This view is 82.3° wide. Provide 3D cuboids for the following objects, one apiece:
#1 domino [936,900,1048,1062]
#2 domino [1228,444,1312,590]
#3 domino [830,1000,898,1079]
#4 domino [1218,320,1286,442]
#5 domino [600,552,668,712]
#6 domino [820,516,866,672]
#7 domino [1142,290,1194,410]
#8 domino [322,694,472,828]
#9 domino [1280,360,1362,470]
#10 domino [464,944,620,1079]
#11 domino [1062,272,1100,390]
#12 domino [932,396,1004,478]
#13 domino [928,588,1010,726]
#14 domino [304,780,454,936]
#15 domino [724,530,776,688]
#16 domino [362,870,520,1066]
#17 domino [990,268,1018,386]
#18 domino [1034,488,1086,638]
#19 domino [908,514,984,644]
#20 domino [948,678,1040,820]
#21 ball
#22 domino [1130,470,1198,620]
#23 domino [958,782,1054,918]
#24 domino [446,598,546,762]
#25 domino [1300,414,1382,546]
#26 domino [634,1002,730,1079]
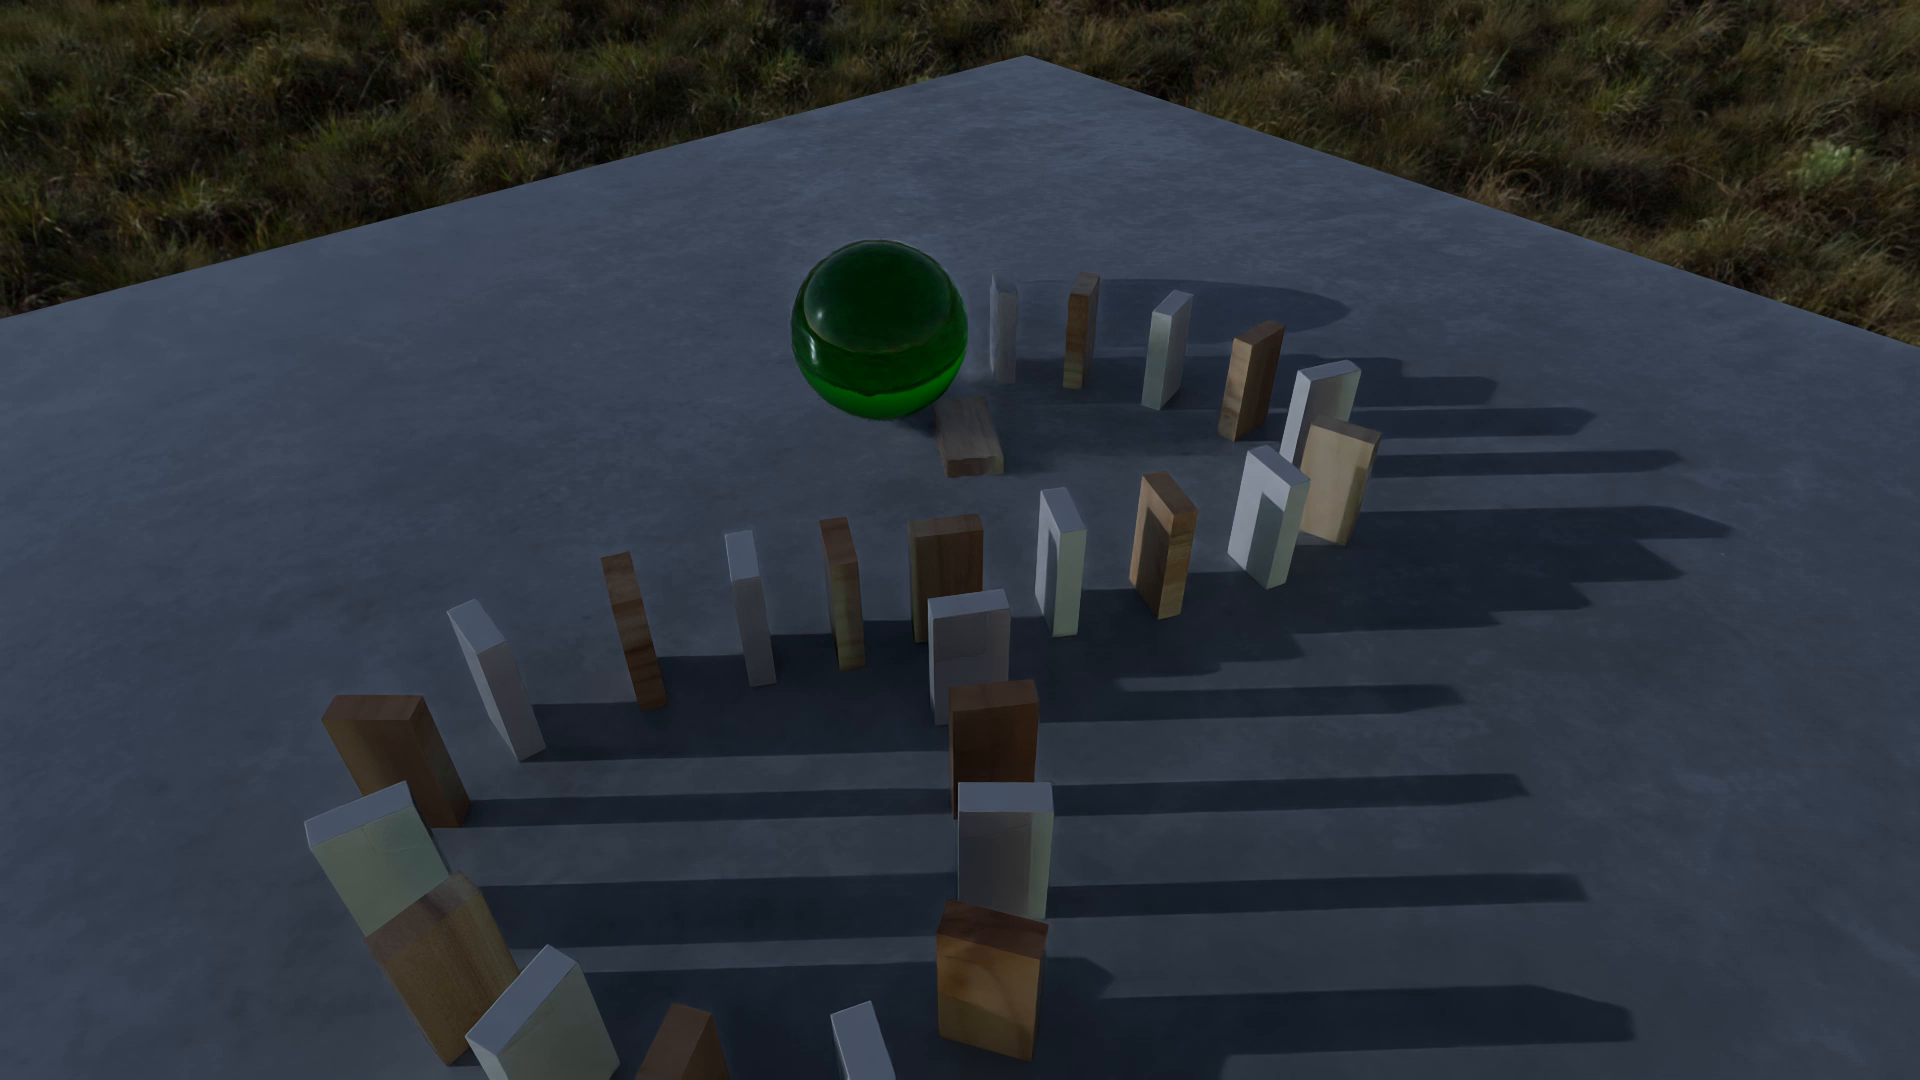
[{"bbox_3d":[0.008,0.111,0.276,0.025,0.050,0.009,10,40,12],"label":"domino"},{"bbox_3d":[0.118,-0.008,0.422,0.009,0.050,0.025,-17,42,-20],"label":"domino"},{"bbox_3d":[-0.020,0.131,0.252,0.010,0.050,0.025,-13,41,-16],"label":"domino"},{"bbox_3d":[0.132,-0.072,0.500,0.025,0.050,0.009,-31,48,-32],"label":"domino"},{"bbox_3d":[-0.110,0.032,0.373,0.009,0.050,0.025,-14,41,-17],"label":"domino"},{"bbox_3d":[-0.041,0.019,0.388,0.010,0.050,0.025,-9,40,-10],"label":"domino"},{"bbox_3d":[0.098,-0.090,0.521,0.009,0.050,0.025,22,44,24],"label":"domino"},{"bbox_3d":[-0.168,0.067,0.330,0.025,0.050,0.009,0,39,0],"label":"domino"},{"bbox_3d":[0.154,-0.052,0.474,0.025,0.050,0.009,-14,41,-16],"label":"domino"},{"bbox_3d":[-0.098,0.122,0.262,0.009,0.050,0.025,19,43,21],"label":"domino"},{"bbox_3d":[0.059,-0.101,0.535,0.009,0.050,0.025,11,41,13],"label":"domino"},{"bbox_3d":[0.003,-0.048,0.502,0.025,0.010,0.050,-5,40,-7],"label":"domino"},{"bbox_3d":[0.003,0.039,0.363,0.025,0.050,0.009,-7,40,-9],"label":"domino"},{"bbox_3d":[-0.156,0.090,0.301,0.025,0.050,0.009,-22,44,-24],"label":"domino"},{"bbox_3d":[-0.072,0.024,0.382,0.010,0.050,0.025,-9,40,-11],"label":"domino"},{"bbox_3d":[-0.128,0.109,0.278,0.009,0.050,0.025,28,47,30],"label":"domino"},{"bbox_3d":[0.021,-0.104,0.539,0.010,0.050,0.025,-4,39,-5],"label":"domino"},{"bbox_3d":[0.036,0.009,0.401,0.010,0.050,0.025,-8,40,-9],"label":"domino"},{"bbox_3d":[-0.005,0.014,0.394,0.025,0.050,0.009,-6,40,-8],"label":"domino"},{"bbox_3d":[0.010,0.064,0.333,0.025,0.050,0.010,-5,40,-6],"label":"domino"},{"bbox_3d":[-0.036,-0.094,0.496,0.080,0.080,0.080,0,39,0],"label":"ball"},{"bbox_3d":[0.075,0.002,0.409,0.010,0.050,0.025,-12,41,-14],"label":"domino"},{"bbox_3d":[0.012,0.087,0.305,0.025,0.050,0.009,0,39,0],"label":"domino"},{"bbox_3d":[-0.149,0.046,0.356,0.010,0.050,0.025,-28,47,-30],"label":"domino"},{"bbox_3d":[0.149,-0.024,0.440,0.025,0.050,0.009,23,45,26],"label":"domino"},{"bbox_3d":[-0.063,0.131,0.251,0.010,0.050,0.025,10,40,12],"label":"domino"}]
